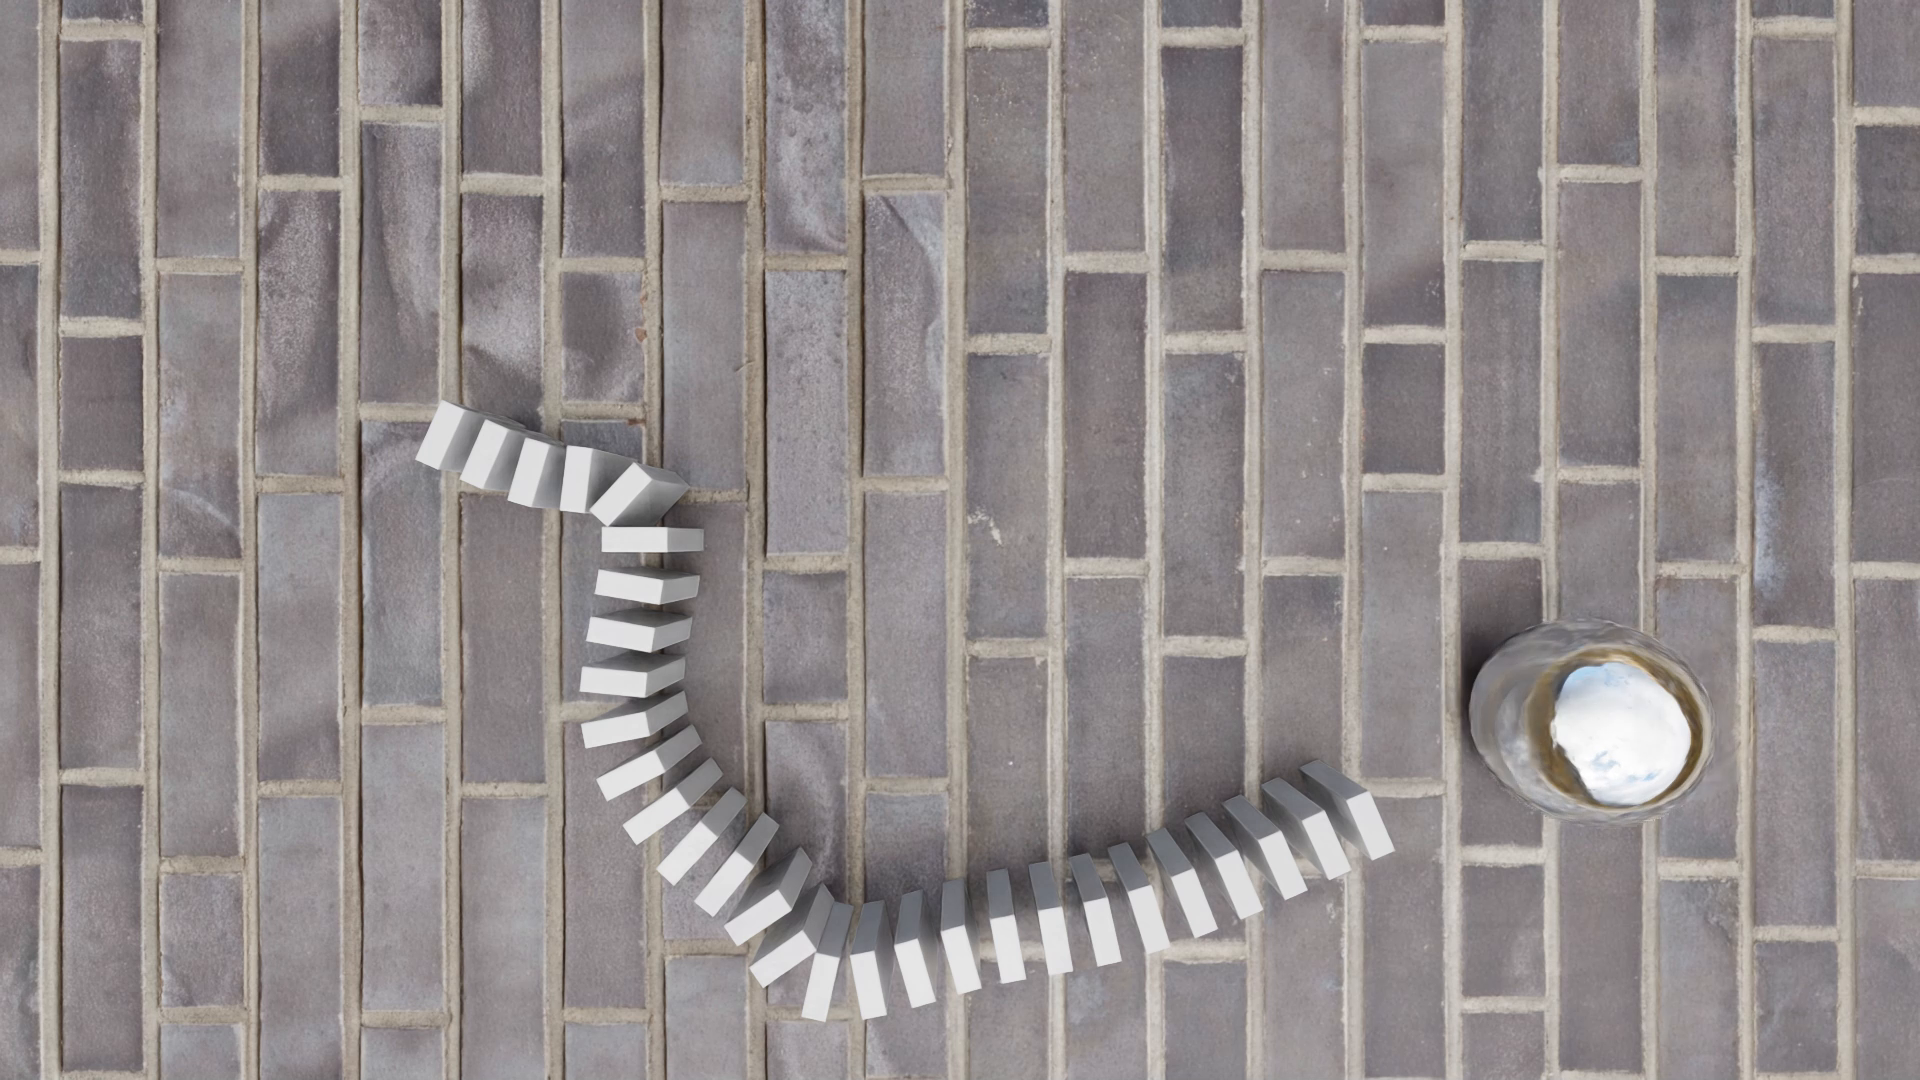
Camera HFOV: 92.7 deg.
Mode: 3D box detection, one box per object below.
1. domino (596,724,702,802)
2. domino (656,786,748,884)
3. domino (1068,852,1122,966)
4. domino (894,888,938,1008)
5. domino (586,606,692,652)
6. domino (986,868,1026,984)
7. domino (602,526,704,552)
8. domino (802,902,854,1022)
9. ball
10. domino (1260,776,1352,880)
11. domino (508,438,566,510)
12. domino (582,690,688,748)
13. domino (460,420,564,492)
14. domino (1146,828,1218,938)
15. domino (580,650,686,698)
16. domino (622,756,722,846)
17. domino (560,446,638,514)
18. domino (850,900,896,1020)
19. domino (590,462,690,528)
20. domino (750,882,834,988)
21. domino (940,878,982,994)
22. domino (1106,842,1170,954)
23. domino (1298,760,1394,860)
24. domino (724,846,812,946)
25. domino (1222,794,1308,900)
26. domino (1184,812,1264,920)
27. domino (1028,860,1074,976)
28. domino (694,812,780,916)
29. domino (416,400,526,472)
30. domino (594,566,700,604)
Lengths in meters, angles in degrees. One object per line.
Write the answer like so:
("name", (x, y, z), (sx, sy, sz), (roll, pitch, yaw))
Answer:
("domino", (-0.126, 0.090, 0.375), (0.025, 0.050, 0.010), (-26, 90, 0))
("domino", (-0.104, 0.120, 0.375), (0.009, 0.050, 0.025), (43, 90, 0))
("domino", (0.055, 0.150, 0.375), (0.009, 0.050, 0.025), (-13, 90, 0))
("domino", (-0.017, 0.166, 0.375), (0.009, 0.050, 0.025), (-16, 90, 0))
("domino", (-0.130, 0.036, 0.375), (0.025, 0.050, 0.009), (10, 90, 0))
("domino", (0.018, 0.156, 0.375), (0.009, 0.050, 0.025), (-11, 90, 0))
("domino", (-0.124, 0.000, 0.375), (0.025, 0.050, 0.010), (0, 90, 0))
("domino", (-0.053, 0.171, 0.375), (0.009, 0.050, 0.025), (13, 90, 0))
("ball", (0.246, 0.071, 0.360), (0.080, 0.080, 0.080), (0, 90, 0))
("domino", (0.140, 0.117, 0.375), (0.009, 0.050, 0.025), (-25, 90, 0))
("domino", (-0.165, -0.026, 0.375), (0.009, 0.050, 0.025), (16, 90, 0))
("domino", (-0.132, 0.073, 0.375), (0.025, 0.050, 0.009), (-11, 90, 0))
("domino", (-0.182, -0.033, 0.375), (0.010, 0.050, 0.025), (24, 90, 0))
("domino", (0.090, 0.139, 0.375), (0.010, 0.050, 0.025), (-22, 90, 0))
("domino", (-0.132, 0.054, 0.375), (0.025, 0.050, 0.009), (6, 90, 0))
("domino", (-0.116, 0.106, 0.375), (0.025, 0.050, 0.009), (-35, 90, 0))
("domino", (-0.147, -0.023, 0.375), (0.010, 0.050, 0.025), (7, 90, 0))
("domino", (-0.035, 0.170, 0.375), (0.010, 0.050, 0.025), (-11, 90, 0))
("domino", (-0.130, -0.017, 0.375), (0.009, 0.050, 0.025), (43, 90, 0))
("domino", (-0.068, 0.160, 0.375), (0.025, 0.050, 0.009), (-35, 90, 0))
("domino", (0.000, 0.160, 0.375), (0.010, 0.050, 0.025), (-15, 90, 0))
("domino", (0.072, 0.145, 0.375), (0.010, 0.050, 0.025), (-17, 90, 0))
("domino", (0.157, 0.109, 0.375), (0.009, 0.050, 0.025), (-23, 90, 0))
("domino", (-0.077, 0.144, 0.375), (0.025, 0.050, 0.009), (-34, 90, 0))
("domino", (0.123, 0.124, 0.375), (0.010, 0.050, 0.025), (-24, 90, 0))
("domino", (0.107, 0.132, 0.375), (0.010, 0.050, 0.025), (-23, 90, 0))
("domino", (0.036, 0.153, 0.375), (0.009, 0.050, 0.025), (-10, 90, 0))
("domino", (-0.090, 0.131, 0.375), (0.009, 0.050, 0.025), (39, 90, 0))
("domino", (-0.199, -0.040, 0.375), (0.009, 0.050, 0.025), (24, 90, 0))
("domino", (-0.126, 0.018, 0.375), (0.025, 0.050, 0.009), (9, 90, 0))
